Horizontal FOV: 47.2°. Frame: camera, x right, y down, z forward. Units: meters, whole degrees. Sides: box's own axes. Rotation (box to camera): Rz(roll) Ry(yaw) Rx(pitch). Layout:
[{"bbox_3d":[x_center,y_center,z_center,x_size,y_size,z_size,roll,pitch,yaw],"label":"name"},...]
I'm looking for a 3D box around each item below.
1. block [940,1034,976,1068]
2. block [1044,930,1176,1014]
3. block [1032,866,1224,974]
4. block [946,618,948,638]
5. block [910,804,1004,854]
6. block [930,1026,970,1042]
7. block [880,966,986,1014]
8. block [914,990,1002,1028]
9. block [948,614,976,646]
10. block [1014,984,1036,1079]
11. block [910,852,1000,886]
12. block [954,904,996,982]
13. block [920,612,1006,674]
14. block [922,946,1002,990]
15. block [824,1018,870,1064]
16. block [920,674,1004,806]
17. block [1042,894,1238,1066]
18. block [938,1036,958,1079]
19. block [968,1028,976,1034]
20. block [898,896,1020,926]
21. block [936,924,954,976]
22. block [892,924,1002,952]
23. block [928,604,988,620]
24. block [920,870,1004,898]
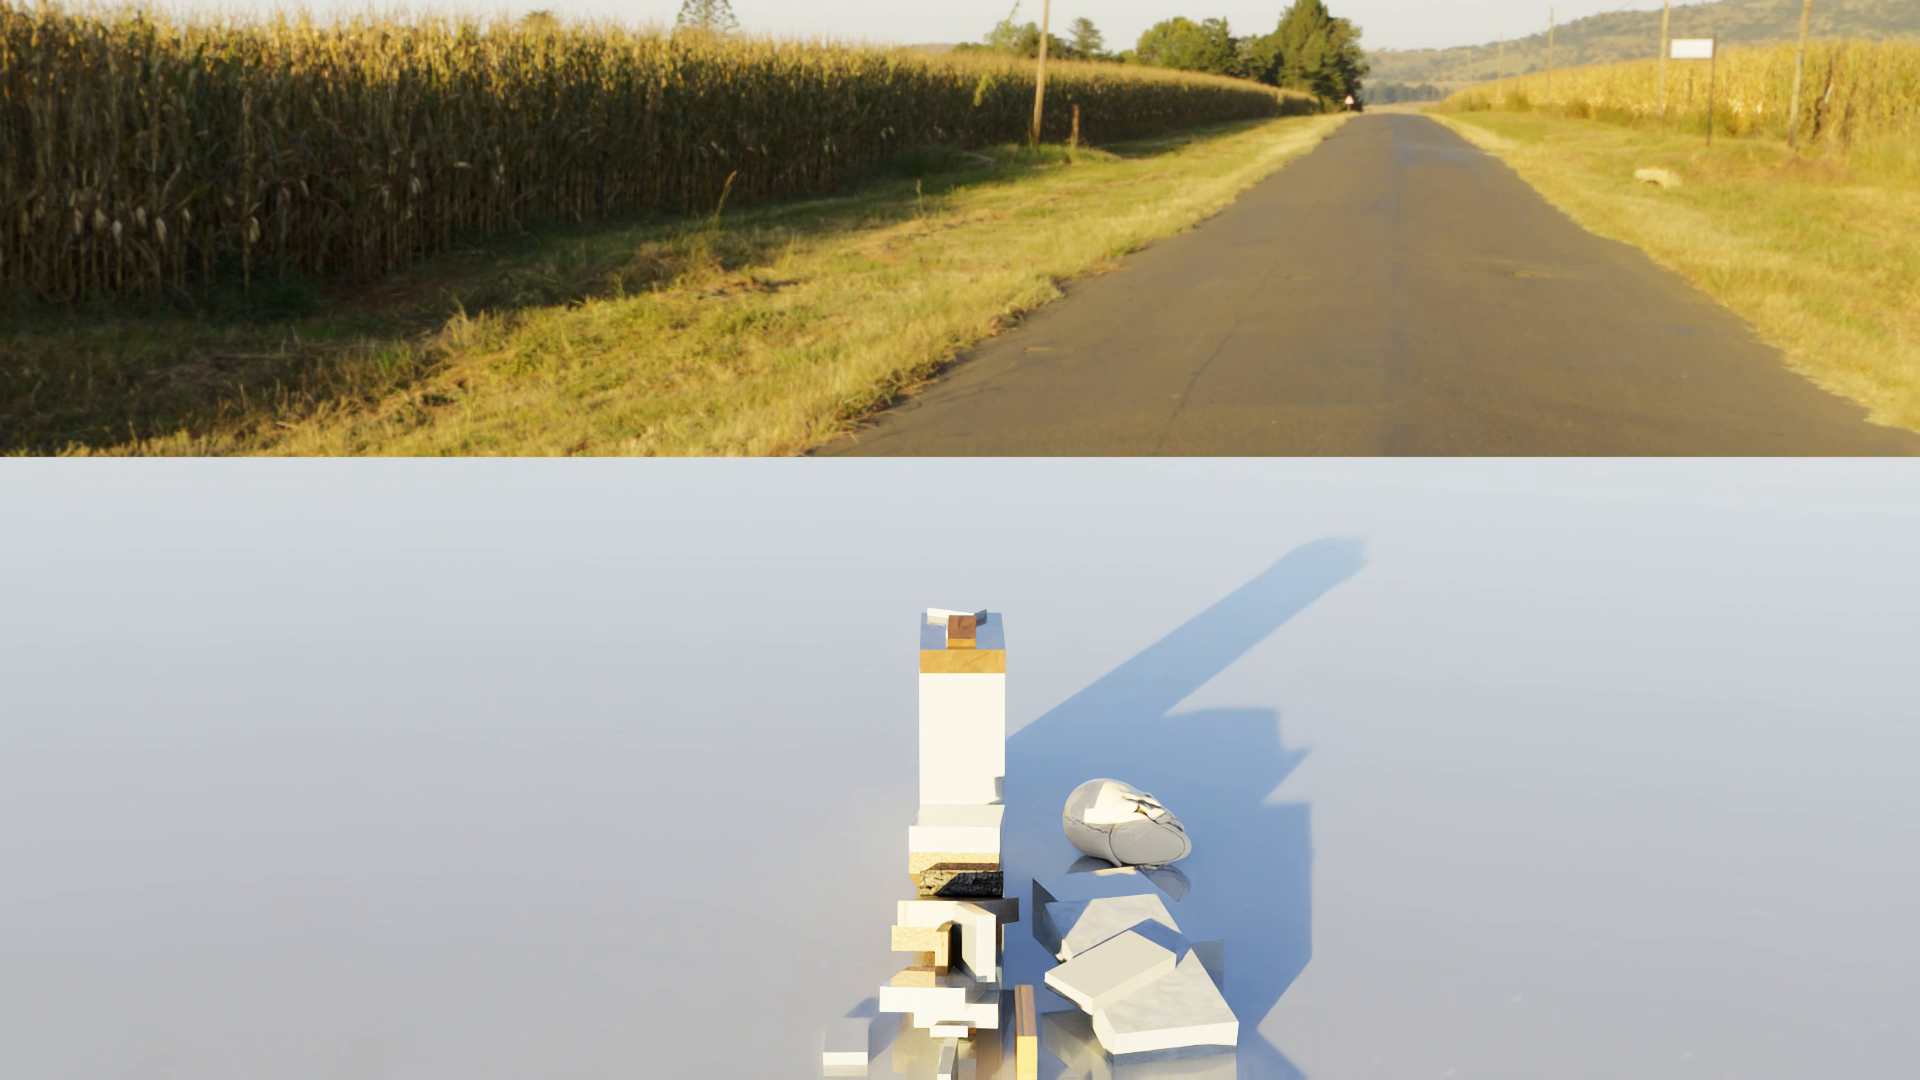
[{"bbox_3d":[-0.003,0.701,3.032,0.050,0.014,0.100,0,11,0],"label":"block"},{"bbox_3d":[0.213,0.608,3.101,0.177,0.025,0.089,-17,28,-42],"label":"block"},{"bbox_3d":[0.259,0.603,3.463,0.177,0.050,0.355,-3,11,-18],"label":"block"},{"bbox_3d":[0.000,0.162,4.027,0.050,0.014,0.101,0,11,0],"label":"block"},{"bbox_3d":[-0.002,0.462,3.531,0.139,0.040,0.279,0,0,3],"label":"block"},{"bbox_3d":[-0.013,0.672,2.989,0.050,0.014,0.100,0,-17,2],"label":"block"},{"bbox_3d":[-0.034,0.613,3.003,0.113,0.032,0.226,0,-4,8],"label":"block"},{"bbox_3d":[0.000,0.651,3.085,0.113,0.032,0.226,0,-4,3],"label":"block"},{"bbox_3d":[0.004,0.163,3.961,0.050,0.014,0.101,0,23,1],"label":"block"},{"bbox_3d":[0.088,0.676,2.965,0.025,0.089,0.177,0,11,0],"label":"block"},{"bbox_3d":[-0.006,0.533,3.569,0.140,0.040,0.279,0,-13,1],"label":"block"},{"bbox_3d":[0.019,0.556,3.046,0.025,0.089,0.177,1,-4,-10],"label":"block"},{"bbox_3d":[0.004,0.188,4.046,0.153,0.043,0.305,0,11,0],"label":"block"},{"bbox_3d":[0.004,0.628,3.235,0.113,0.032,0.226,0,-3,1],"label":"block"},{"bbox_3d":[-0.157,0.696,3.054,0.060,0.017,0.120,0,11,-1],"label":"block"},{"bbox_3d":[0.004,0.378,3.974,0.153,0.305,0.043,0,11,0],"label":"block"},{"bbox_3d":[0.253,0.626,3.164,0.177,0.050,0.355,-3,21,-14],"label":"block"},{"bbox_3d":[-0.016,0.705,2.887,0.017,0.060,0.120,1,11,4],"label":"block"},{"bbox_3d":[-0.004,0.678,3.100,0.050,0.014,0.100,0,-1,-1],"label":"block"},{"bbox_3d":[0.001,0.553,3.273,0.128,0.036,0.256,-2,-8,12],"label":"block"},{"bbox_3d":[-0.022,0.572,3.076,0.017,0.060,0.120,0,-4,4],"label":"block"},{"bbox_3d":[-0.017,0.595,3.314,0.128,0.036,0.256,-1,-8,9],"label":"block"},{"bbox_3d":[-0.005,0.136,4.164,0.101,0.014,0.050,6,12,30],"label":"block"},{"bbox_3d":[0.003,0.553,3.490,0.128,0.036,0.256,0,-13,1],"label":"block"}]
